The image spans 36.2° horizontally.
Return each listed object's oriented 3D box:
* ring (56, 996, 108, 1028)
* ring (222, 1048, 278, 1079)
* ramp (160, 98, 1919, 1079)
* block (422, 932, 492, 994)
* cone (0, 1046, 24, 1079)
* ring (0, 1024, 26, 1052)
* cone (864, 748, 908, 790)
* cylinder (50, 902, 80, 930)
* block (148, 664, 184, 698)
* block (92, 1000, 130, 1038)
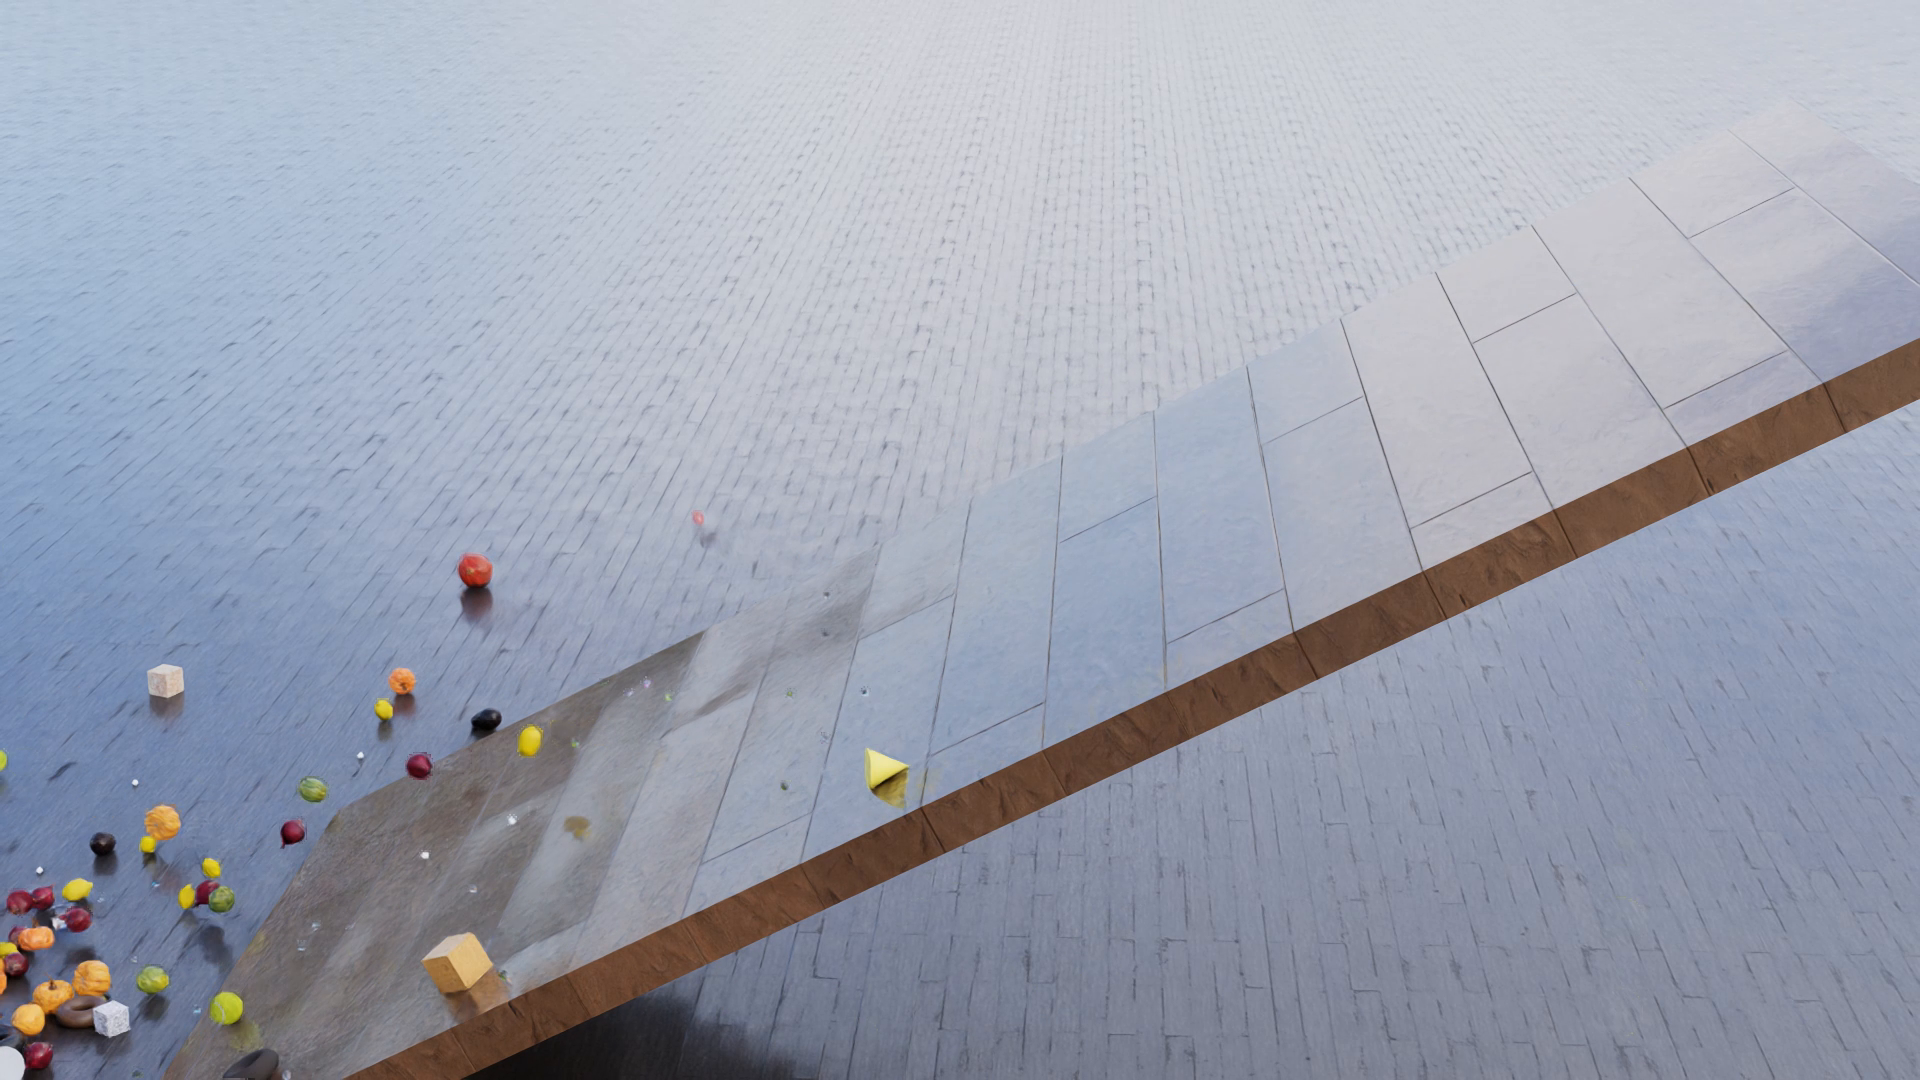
[{"bbox_3d":[-1.974,1.062,6.619,0.119,0.040,0.119,-1,18,0],"label":"ring"},{"bbox_3d":[-1.407,1.054,5.824,0.125,0.042,0.125,-28,13,7],"label":"ring"},{"bbox_3d":[0.140,0.167,6.281,4.000,0.100,2.000,-26,14,10],"label":"ramp"},{"bbox_3d":[-0.980,0.824,5.731,0.080,0.080,0.080,-17,18,40],"label":"block"},{"bbox_3d":[-2.055,1.140,6.362,0.089,0.089,0.089,-1,-10,-2],"label":"cone"},{"bbox_3d":[-2.126,1.107,6.458,0.143,0.048,0.143,0,17,0],"label":"ring"},{"bbox_3d":[-0.136,0.432,5.586,0.080,0.080,0.080,-4,17,-11],"label":"cone"},{"bbox_3d":[-2.158,0.906,7.095,0.057,0.057,0.057,-10,20,-30],"label":"cylinder"},{"bbox_3d":[-2.340,0.415,8.666,0.071,0.071,0.071,9,19,26],"label":"block"},{"bbox_3d":[-1.895,1.070,6.566,0.055,0.055,0.055,14,22,39],"label":"block"}]
